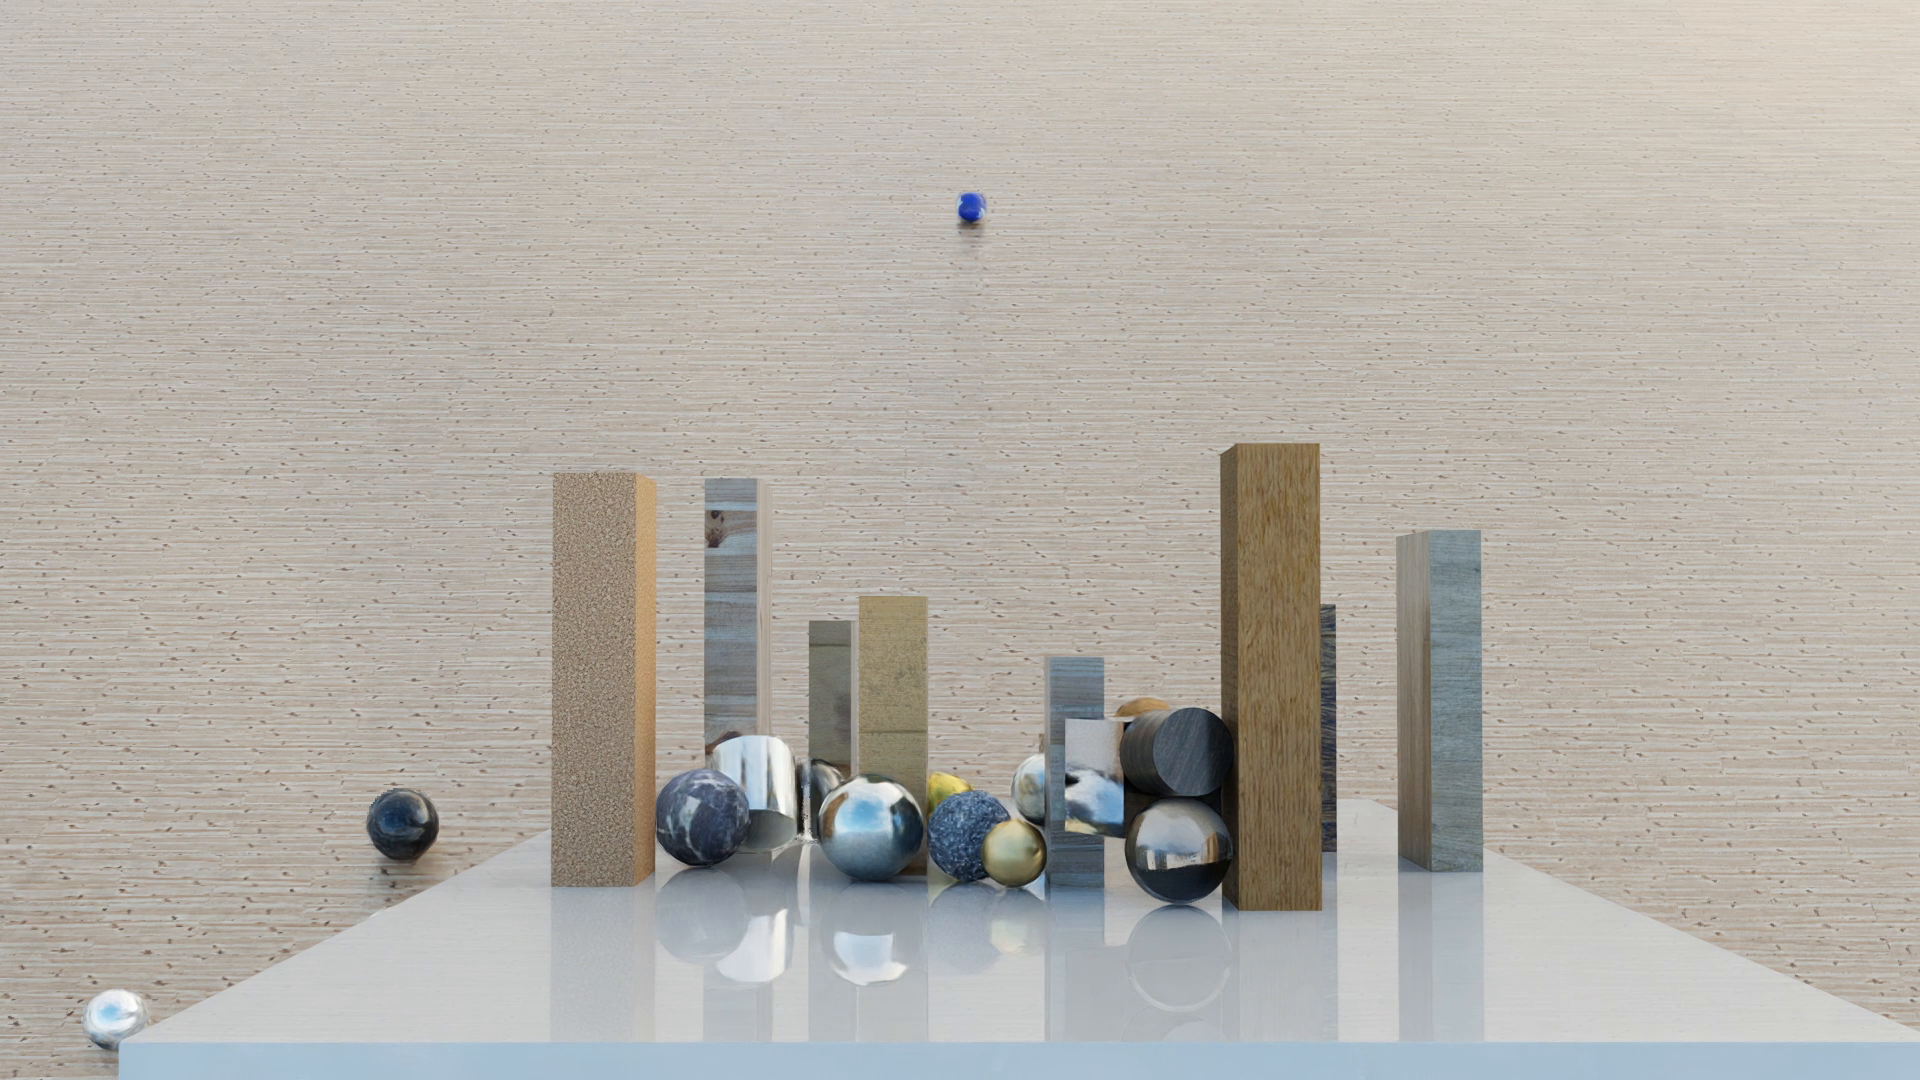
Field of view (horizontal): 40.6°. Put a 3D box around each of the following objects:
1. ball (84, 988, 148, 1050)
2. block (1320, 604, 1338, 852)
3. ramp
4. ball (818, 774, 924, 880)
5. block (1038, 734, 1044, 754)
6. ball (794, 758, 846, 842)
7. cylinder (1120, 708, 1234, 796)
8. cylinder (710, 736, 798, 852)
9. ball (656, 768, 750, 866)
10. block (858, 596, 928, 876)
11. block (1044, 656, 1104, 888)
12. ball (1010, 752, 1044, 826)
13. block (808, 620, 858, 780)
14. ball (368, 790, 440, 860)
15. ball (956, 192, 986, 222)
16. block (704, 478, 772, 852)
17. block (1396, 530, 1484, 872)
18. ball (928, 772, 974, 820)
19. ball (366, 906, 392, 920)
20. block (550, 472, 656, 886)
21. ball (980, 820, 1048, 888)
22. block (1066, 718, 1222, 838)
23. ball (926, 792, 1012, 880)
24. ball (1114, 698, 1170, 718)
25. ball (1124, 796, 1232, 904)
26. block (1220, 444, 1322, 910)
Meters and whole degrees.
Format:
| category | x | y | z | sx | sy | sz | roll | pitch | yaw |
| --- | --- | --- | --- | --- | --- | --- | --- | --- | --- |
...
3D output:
| category | x | y | z | sx | sy | sz | roll | pitch | yaw |
| --- | --- | --- | --- | --- | --- | --- | --- | --- | --- |
| ball | -2.015 | 1.144 | 6.204 | 0.147 | 0.147 | 0.147 | 0 | 35 | 0 |
| block | 0.720 | 0.386 | 5.452 | 0.083 | 0.500 | 0.398 | 0 | -2 | 0 |
| ramp | 0.078 | 0.667 | 4.845 | 2.000 | 0.100 | 4.000 | 0 | -2 | 0 |
| ball | -0.161 | 0.515 | 4.659 | 0.191 | 0.191 | 0.191 | 0 | 35 | 0 |
| block | 0.322 | 0.584 | 6.620 | 0.182 | 0.182 | 0.182 | -1 | -2 | 29 |
| ball | -0.321 | 0.549 | 5.503 | 0.178 | 0.178 | 0.178 | 0 | 35 | 0 |
| cylinder | 0.356 | 0.349 | 4.278 | 0.144 | 0.144 | 0.144 | -14 | -1 | -19 |
| cylinder | -0.407 | 0.500 | 5.124 | 0.167 | 0.167 | 0.167 | -3 | 54 | -4 |
| ball | -0.490 | 0.527 | 4.935 | 0.185 | 0.185 | 0.185 | 0 | 35 | 0 |
| block | -0.123 | 0.363 | 4.913 | 0.124 | 0.511 | 0.306 | 0 | -2 | 0 |
| block | 0.205 | 0.411 | 4.690 | 0.095 | 0.401 | 0.312 | 0 | -2 | 0 |
| ball | 0.200 | 0.567 | 5.901 | 0.169 | 0.169 | 0.169 | 0 | 35 | 0 |
| block | -0.280 | 0.413 | 5.762 | 0.091 | 0.468 | 0.331 | 0 | -2 | 0 |
| ball | -1.445 | 0.739 | 6.745 | 0.184 | 0.184 | 0.184 | 0 | 35 | 0 |
| ball | 0.042 | -1.232 | 9.595 | 0.113 | 0.113 | 0.113 | 0 | 35 | 0 |
| block | -0.464 | 0.259 | 5.465 | 0.106 | 0.755 | 0.436 | 0 | -2 | 0 |
| block | 0.921 | 0.305 | 5.005 | 0.095 | 0.634 | 0.373 | 0 | -2 | 0 |
| ball | -0.038 | 0.566 | 5.523 | 0.146 | 0.146 | 0.146 | 0 | 35 | 0 |
| ball | -1.277 | 0.928 | 5.888 | 0.195 | 0.195 | 0.195 | 0 | 35 | 0 |
| block | -0.643 | 0.249 | 4.711 | 0.147 | 0.726 | 0.305 | 0 | -2 | 0 |
| ball | 0.095 | 0.548 | 4.539 | 0.117 | 0.117 | 0.117 | 0 | 35 | 0 |
| block | 0.313 | 0.405 | 4.457 | 0.194 | 0.194 | 0.194 | 1 | -2 | -28 |
| ball | 0.019 | 0.531 | 4.659 | 0.160 | 0.160 | 0.160 | 0 | 35 | 0 |
| ball | 0.504 | 0.526 | 7.032 | 0.200 | 0.200 | 0.200 | 0 | 35 | 0 |
| ball | 0.359 | 0.509 | 4.269 | 0.177 | 0.177 | 0.177 | 0 | 35 | 0 |
| block | 0.513 | 0.224 | 4.310 | 0.133 | 0.750 | 0.275 | 0 | -2 | 0 |
